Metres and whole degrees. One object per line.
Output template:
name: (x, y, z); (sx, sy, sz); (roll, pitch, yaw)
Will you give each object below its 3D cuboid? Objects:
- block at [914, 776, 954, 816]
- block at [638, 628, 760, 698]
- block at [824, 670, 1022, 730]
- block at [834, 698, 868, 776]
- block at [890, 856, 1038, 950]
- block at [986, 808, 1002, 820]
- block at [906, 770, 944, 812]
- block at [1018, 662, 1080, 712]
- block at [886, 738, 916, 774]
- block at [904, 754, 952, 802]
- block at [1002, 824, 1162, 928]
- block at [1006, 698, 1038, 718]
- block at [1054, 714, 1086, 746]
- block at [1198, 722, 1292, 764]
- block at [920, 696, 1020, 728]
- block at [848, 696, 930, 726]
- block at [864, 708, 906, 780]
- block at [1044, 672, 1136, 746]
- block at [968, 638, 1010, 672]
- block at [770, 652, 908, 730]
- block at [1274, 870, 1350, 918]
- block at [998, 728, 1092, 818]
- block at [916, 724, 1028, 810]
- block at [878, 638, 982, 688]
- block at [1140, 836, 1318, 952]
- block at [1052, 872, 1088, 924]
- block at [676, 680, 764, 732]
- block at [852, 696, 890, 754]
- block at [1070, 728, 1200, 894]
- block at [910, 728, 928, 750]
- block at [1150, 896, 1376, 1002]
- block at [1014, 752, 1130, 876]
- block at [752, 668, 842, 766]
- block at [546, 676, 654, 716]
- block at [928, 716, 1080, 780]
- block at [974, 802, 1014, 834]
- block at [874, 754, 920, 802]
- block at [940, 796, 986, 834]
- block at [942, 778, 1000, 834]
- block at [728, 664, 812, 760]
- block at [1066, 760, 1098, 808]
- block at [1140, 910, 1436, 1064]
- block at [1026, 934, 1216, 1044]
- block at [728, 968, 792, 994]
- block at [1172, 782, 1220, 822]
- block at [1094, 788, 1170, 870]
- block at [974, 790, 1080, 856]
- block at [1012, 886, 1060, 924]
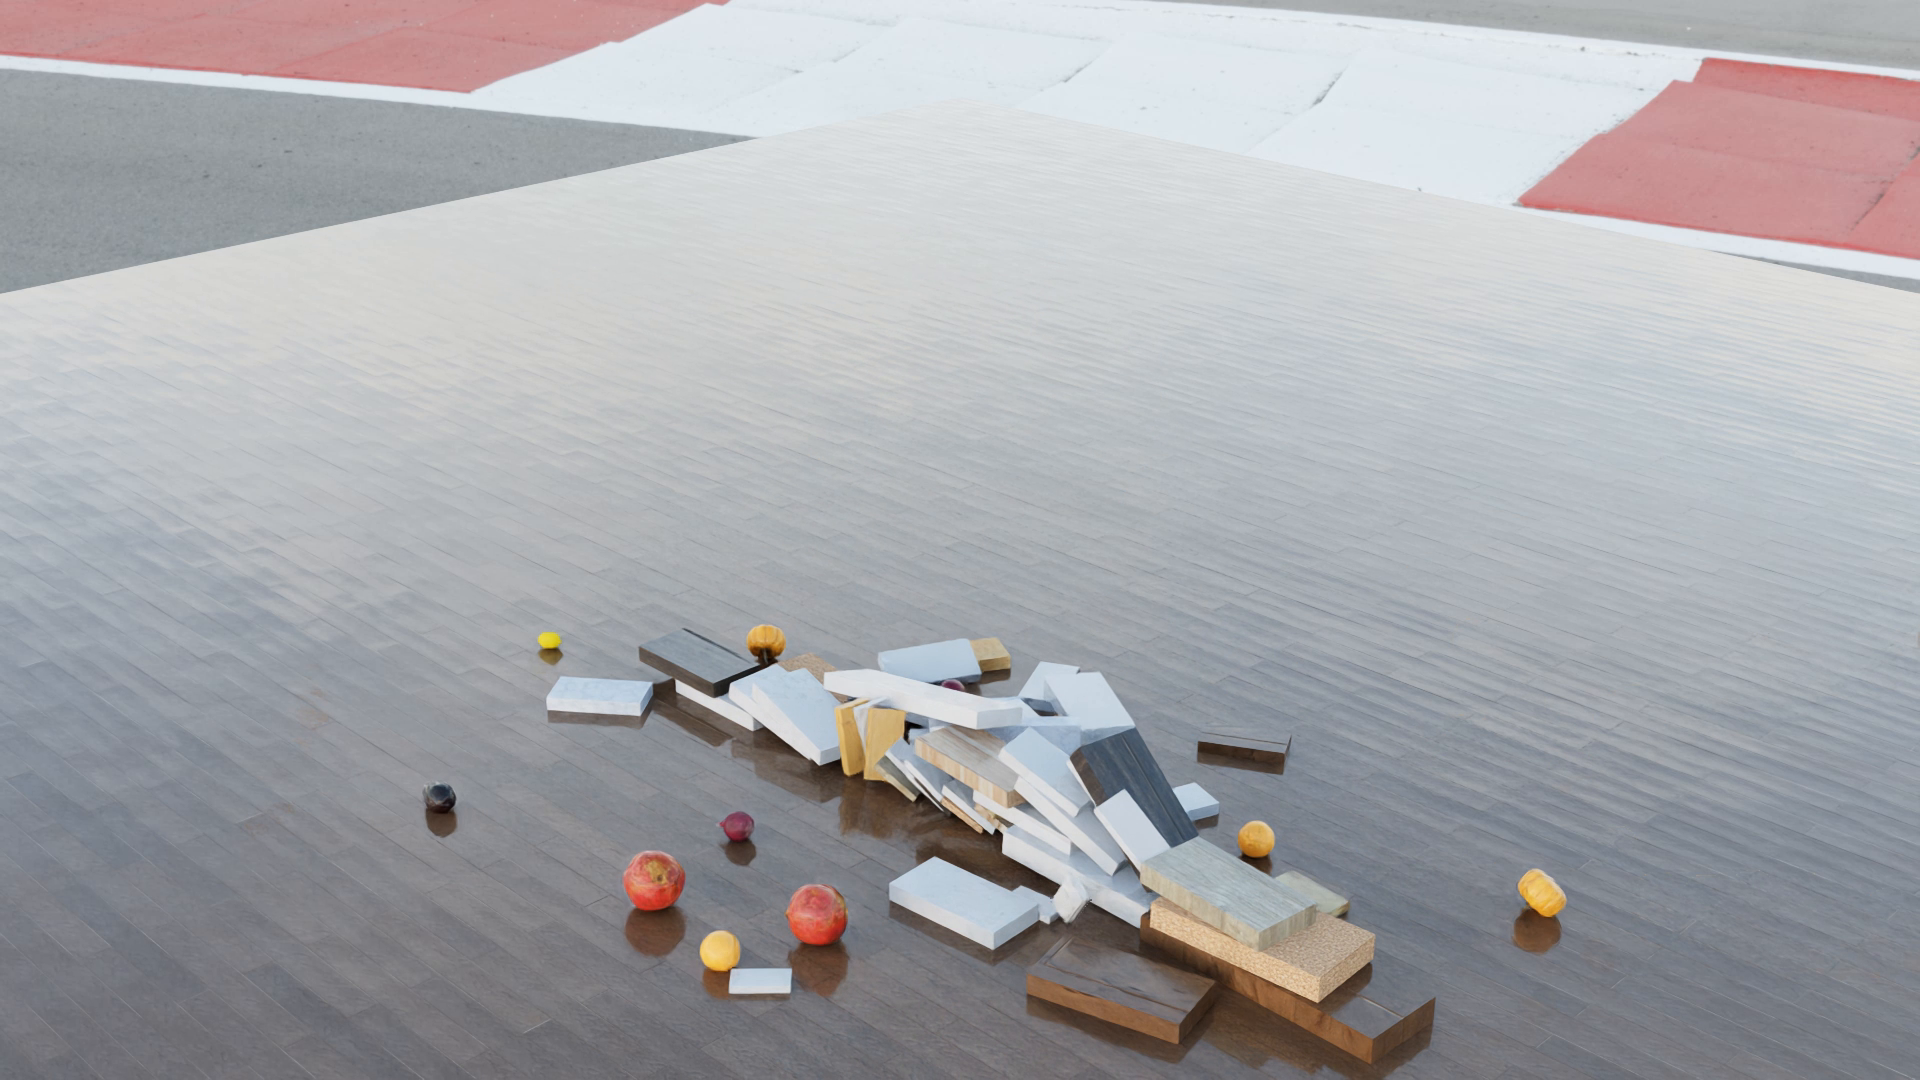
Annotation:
block: (-0.037, 0.510, 4.470); (0.111, 0.016, 0.055); (45, 40, 20)
block: (-0.588, 0.276, 4.963); (0.135, 0.038, 0.269); (-21, 31, -40)
block: (-0.083, 0.332, 4.621); (0.129, 0.036, 0.481); (-1, 8, -43)
block: (-0.217, 0.411, 4.602); (0.073, 0.147, 0.021); (-18, 18, -36)
block: (0.006, 0.677, 4.117); (0.257, 0.036, 0.129); (19, 29, 37)
block: (0.069, 0.497, 4.397); (0.072, 0.020, 0.143); (-5, 40, -28)
block: (-0.055, 0.503, 4.493); (0.107, 0.015, 0.054); (42, 39, 18)
block: (0.200, 0.330, 4.949); (0.093, 0.026, 0.185); (7, 24, 17)
block: (-0.101, 0.461, 4.533); (0.107, 0.015, 0.054); (45, 41, 4)
block: (-0.058, 0.479, 4.468); (0.111, 0.016, 0.055); (45, 40, 20)
block: (0.275, 0.617, 4.211); (0.357, 0.051, 0.179); (24, 33, 37)
block: (0.126, 0.389, 4.719); (0.083, 0.023, 0.166); (-8, 21, -22)
block: (0.259, 0.421, 4.738); (0.166, 0.023, 0.083); (13, 26, 28)
block: (0.609, 0.434, 4.705); (0.185, 0.026, 0.093); (7, 24, 16)
block: (0.026, 0.387, 4.807); (0.226, 0.032, 0.113); (-2, 23, -5)
block: (-0.121, 0.349, 4.814); (0.226, 0.032, 0.113); (14, 27, 29)
block: (-0.156, 0.424, 4.563); (0.073, 0.147, 0.021); (5, -3, -19)
block: (0.280, 0.365, 4.789); (0.129, 0.036, 0.257); (-5, 24, -13)
block: (0.000, 0.273, 5.079); (0.212, 0.030, 0.106); (-7, 24, -15)
block: (-0.273, 0.348, 4.899); (0.113, 0.032, 0.391); (-16, 28, -33)
block: (0.656, 0.672, 4.150); (0.072, 0.020, 0.144); (-17, 29, -35)
block: (0.176, 0.444, 4.212); (0.190, 0.027, 0.095); (37, 41, 18)
block: (0.051, 0.443, 4.368); (0.129, 0.036, 0.294); (-17, 27, -34)
block: (-0.069, 0.288, 4.983); (0.212, 0.030, 0.106); (-9, 50, -17)
block: (0.480, 0.634, 3.955); (0.148, 0.042, 0.295); (-18, 29, -36)
block: (0.203, 0.661, 4.050); (0.015, 0.108, 0.054); (-18, 64, -26)
block: (-0.497, 0.343, 4.905); (0.269, 0.038, 0.135); (21, 31, 41)
block: (-0.170, 0.409, 4.595); (0.073, 0.147, 0.021); (-20, 16, -19)
block: (0.342, 0.507, 4.147); (0.148, 0.042, 0.295); (-15, 66, -37)
block: (0.026, 0.447, 4.659); (0.267, 0.038, 0.134); (-1, 23, -1)
block: (0.538, 0.697, 3.924); (0.357, 0.051, 0.179); (19, 29, 37)
block: (0.240, 0.520, 4.205); (0.257, 0.036, 0.129); (41, 42, 22)
block: (-0.317, 0.375, 4.701); (0.134, 0.038, 0.267); (-15, 39, -35)
block: (-0.802, 0.348, 4.903); (0.212, 0.030, 0.106); (3, 23, 7)
block: (0.092, 0.436, 4.561); (0.313, 0.134, 0.038); (-1, 23, -2)
block: (0.105, 0.557, 4.365); (0.143, 0.020, 0.072); (38, 40, 28)
block: (-0.124, 0.487, 4.520); (0.107, 0.015, 0.054); (40, 31, 4)
block: (0.021, 0.544, 4.421); (0.111, 0.016, 0.055); (34, 38, 28)
block: (0.040, 0.529, 4.414); (0.143, 0.020, 0.072); (37, 39, 27)
block: (-0.363, 0.371, 4.769); (0.135, 0.038, 0.269); (-22, 43, -41)
block: (0.293, 0.479, 4.188); (0.095, 0.027, 0.190); (-22, 70, -41)
block: (0.574, 0.758, 3.908); (0.179, 0.051, 0.521); (-20, 30, -39)
block: (0.282, 0.785, 3.858); (0.295, 0.042, 0.148); (13, 26, 28)
block: (-0.353, 0.782, 3.899); (0.108, 0.015, 0.054); (0, 23, -1)
block: (0.420, 0.543, 4.448); (0.185, 0.026, 0.093); (-11, 25, -24)
block: (0.320, 0.538, 4.068); (0.072, 0.020, 0.144); (-29, 73, -31)
block: (0.163, 0.523, 4.294); (0.257, 0.036, 0.129); (25, 33, 38)
block: (0.141, 0.684, 4.128); (0.108, 0.015, 0.054); (18, 29, 36)
